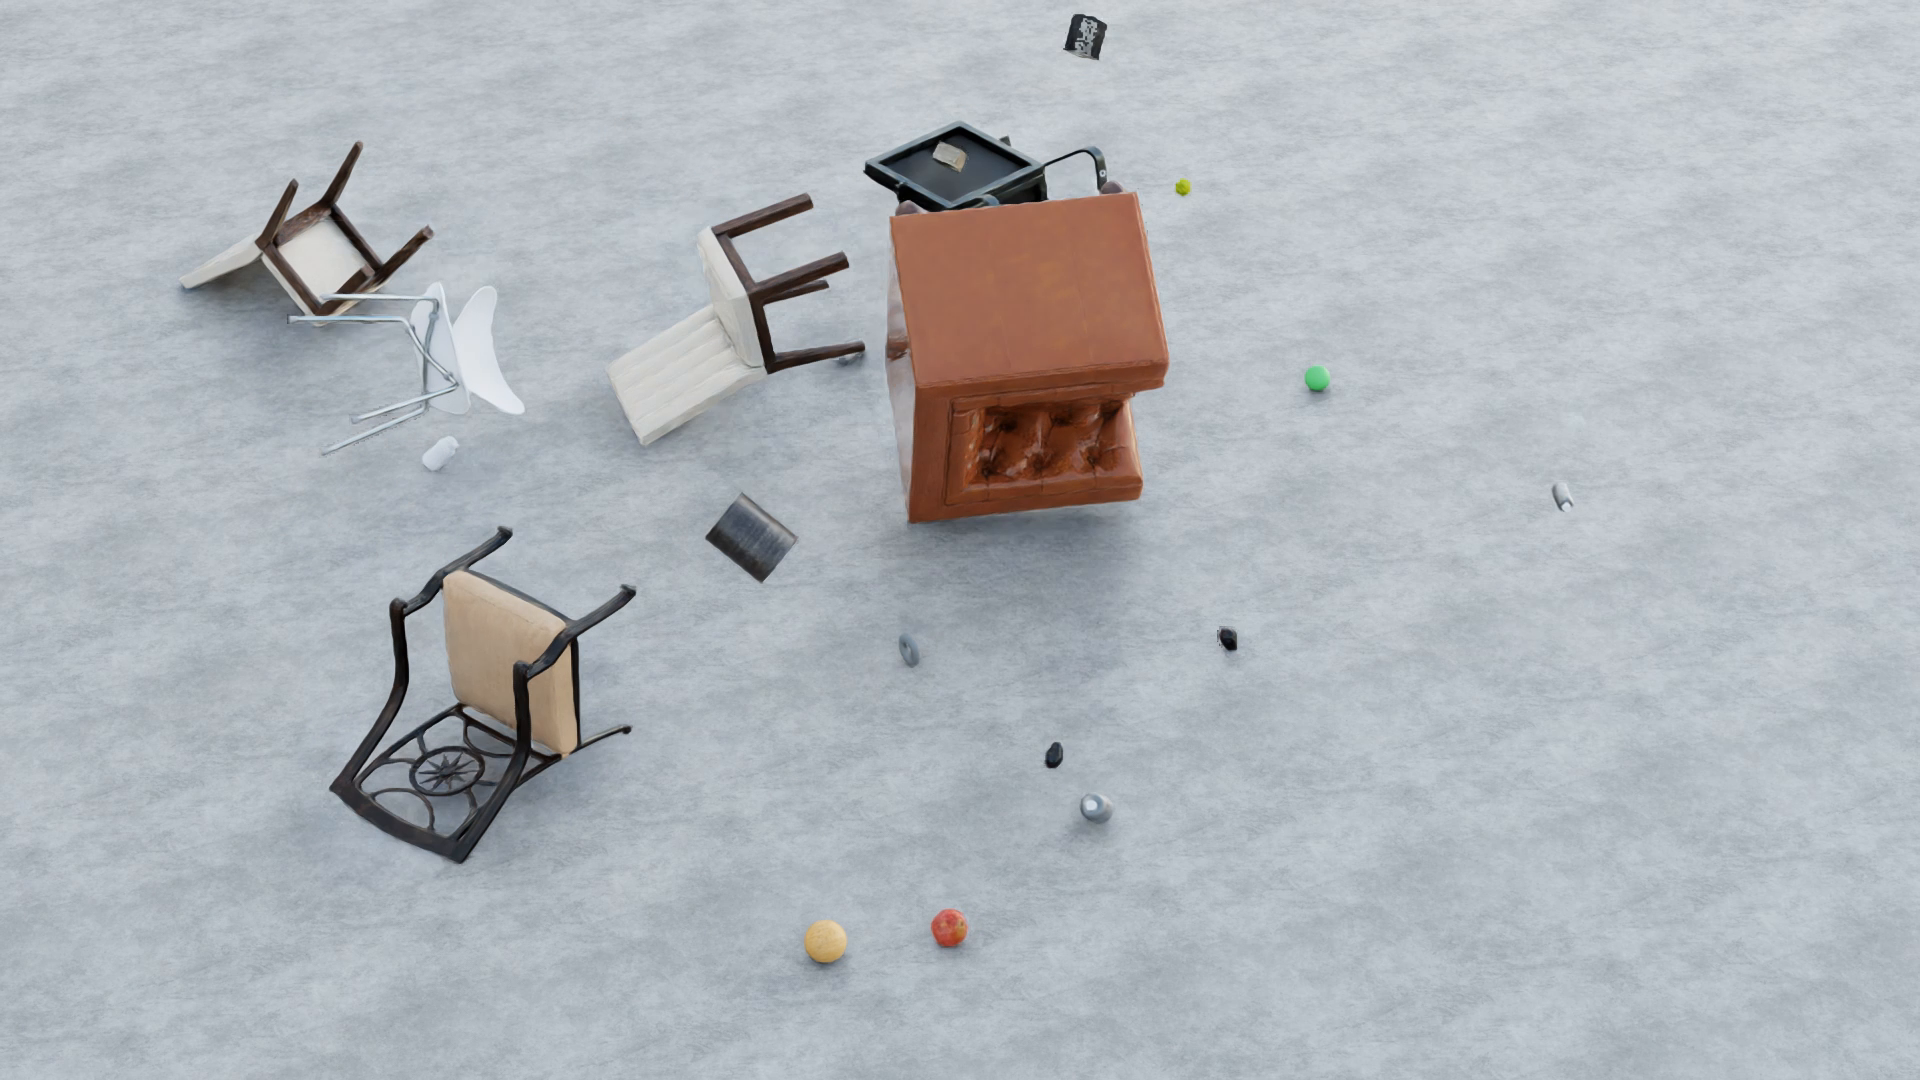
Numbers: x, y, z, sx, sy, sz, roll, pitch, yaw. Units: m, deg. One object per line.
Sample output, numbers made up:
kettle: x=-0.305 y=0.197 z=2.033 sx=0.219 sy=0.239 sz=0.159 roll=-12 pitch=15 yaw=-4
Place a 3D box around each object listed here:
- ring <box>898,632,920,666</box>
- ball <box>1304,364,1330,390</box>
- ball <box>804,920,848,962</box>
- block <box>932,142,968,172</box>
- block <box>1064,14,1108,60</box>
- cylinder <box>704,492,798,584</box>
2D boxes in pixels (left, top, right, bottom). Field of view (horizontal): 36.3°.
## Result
ring: x=-0.177 y=0.381 z=10.249 sx=0.029 sy=0.130 sz=0.102 roll=-29 pitch=36 yaw=-32
ball: x=1.445 y=-0.656 z=11.846 sx=0.104 sy=0.104 sz=0.104 roll=0 pitch=33 yaw=0
ball: x=-0.411 y=1.226 z=8.963 sx=0.132 sy=0.132 sz=0.132 roll=0 pitch=33 yaw=0
block: x=-0.043 y=-1.617 z=12.358 sx=0.104 sy=0.076 sz=0.106 roll=24 pitch=0 yaw=17
block: x=0.530 y=-2.120 z=12.356 sx=0.098 sy=0.157 sz=0.118 roll=15 pitch=0 yaw=39
cylinder: x=-0.696 y=-0.008 z=9.789 sx=0.244 sy=0.192 sz=0.219 roll=39 pitch=25 yaw=-4
